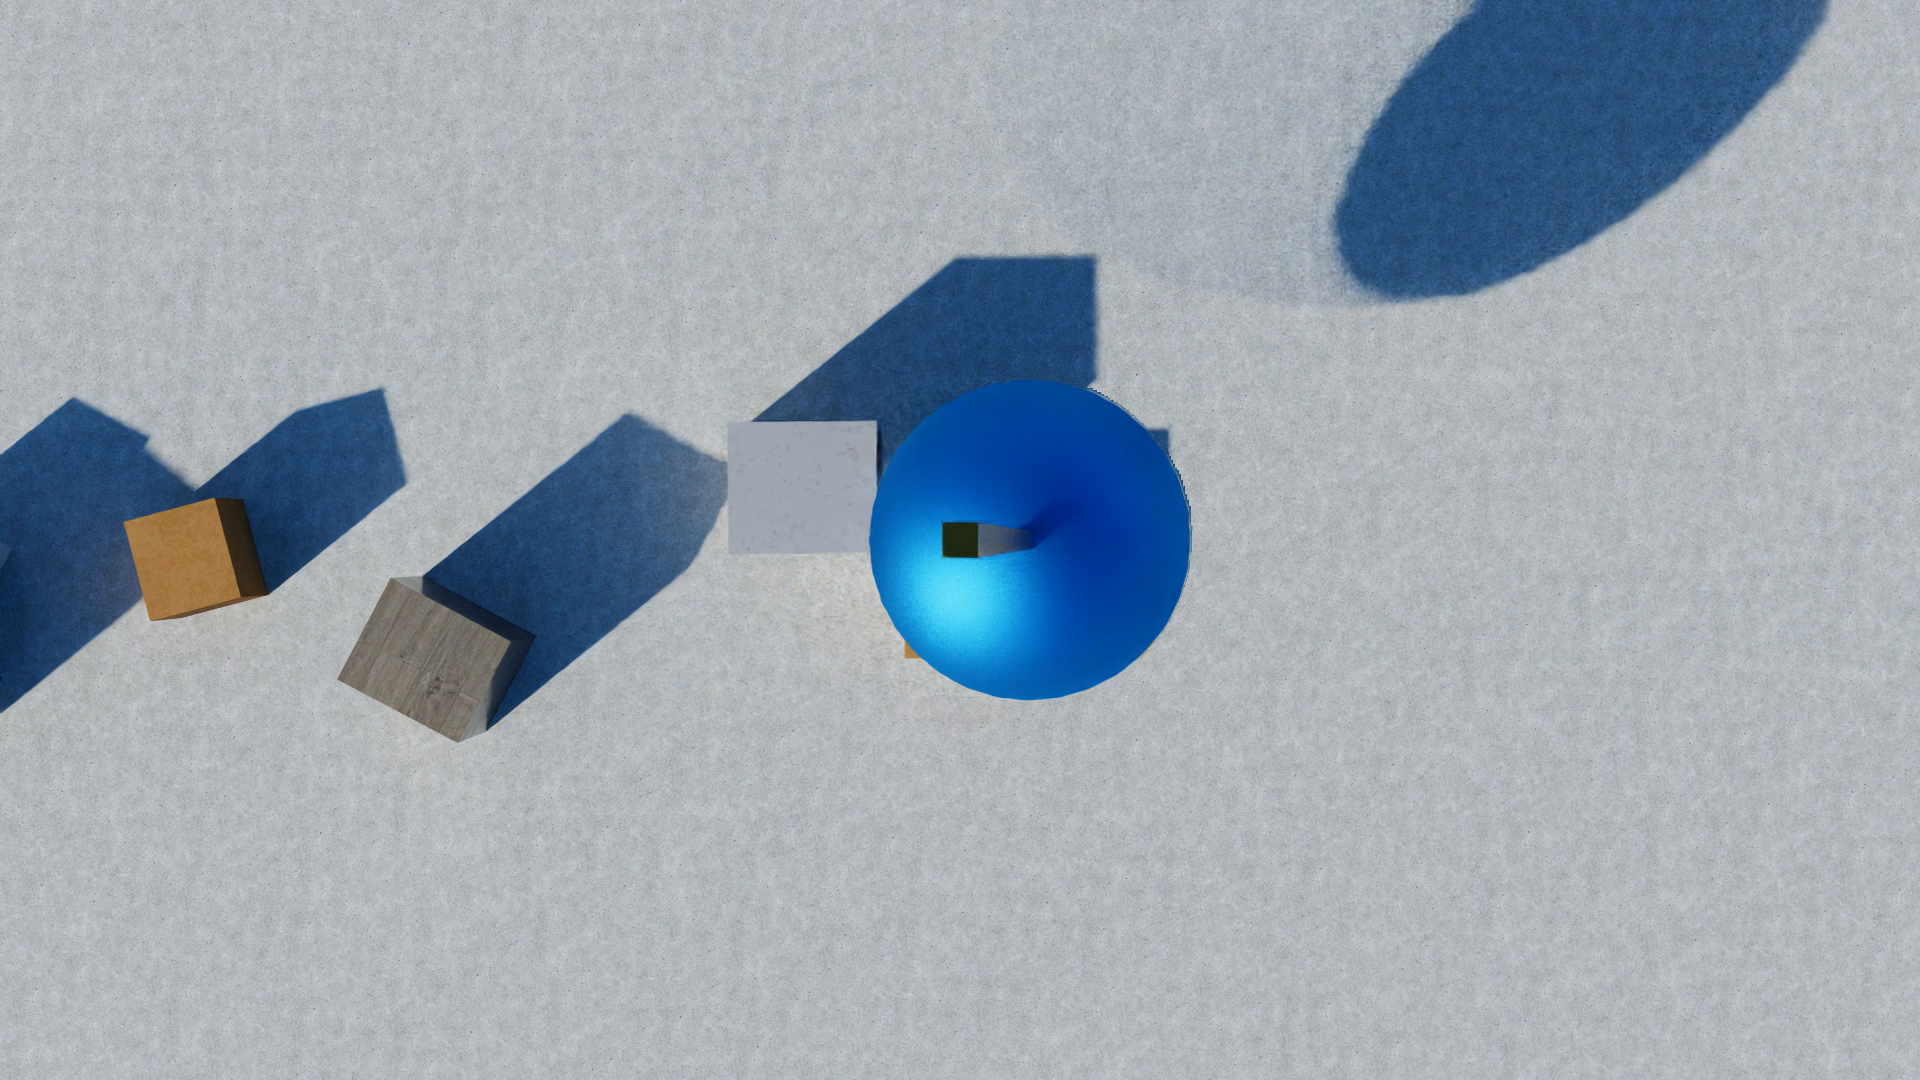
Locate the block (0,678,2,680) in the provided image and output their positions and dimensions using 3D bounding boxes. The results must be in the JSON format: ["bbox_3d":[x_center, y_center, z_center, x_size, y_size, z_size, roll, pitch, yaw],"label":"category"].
[{"bbox_3d":[-6.218,0.854,12.615,0.816,0.769,0.758,39,90,0],"label":"block"}]

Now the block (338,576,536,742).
[{"bbox_3d":[-2.989,0.672,12.633,0.761,0.734,0.641,28,90,0],"label":"block"}]

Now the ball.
[{"bbox_3d":[0.345,0.000,10.948,1.600,1.600,1.600,0,90,0],"label":"ball"}]

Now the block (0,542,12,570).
[{"bbox_3d":[-5.953,0.157,12.753,0.519,0.495,0.519,28,90,0],"label":"block"}]

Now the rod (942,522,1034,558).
[{"bbox_3d":[0.150,0.000,7.554,0.080,5.200,0.080,0,90,3],"label":"rod"}]

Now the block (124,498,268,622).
[{"bbox_3d":[-4.421,0.111,12.750,0.534,0.500,0.585,-15,90,0],"label":"block"}]

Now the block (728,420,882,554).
[{"bbox_3d":[-0.876,-0.292,12.616,0.831,0.767,0.734,0,90,0],"label":"block"}]

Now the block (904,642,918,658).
[{"bbox_3d":[-0.004,0.381,12.718,0.625,0.564,0.577,-1,90,0],"label":"block"}]
